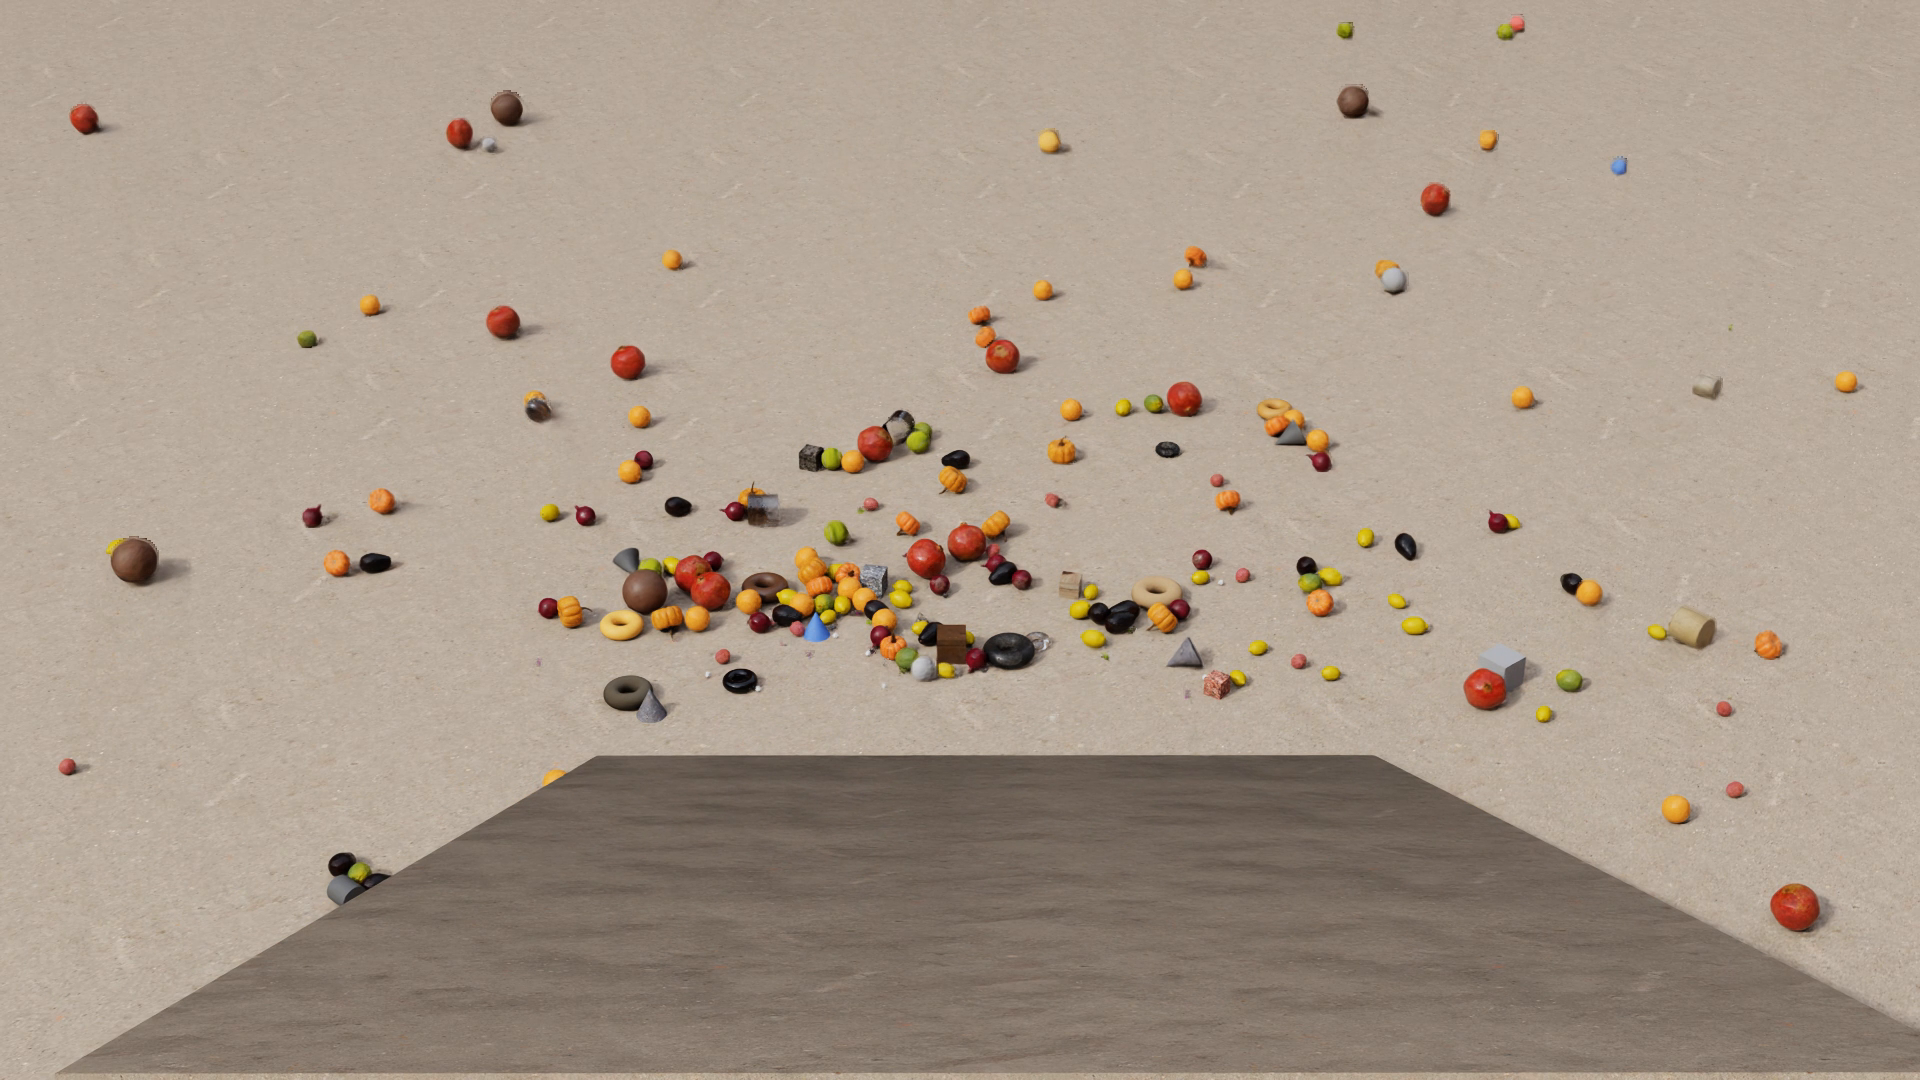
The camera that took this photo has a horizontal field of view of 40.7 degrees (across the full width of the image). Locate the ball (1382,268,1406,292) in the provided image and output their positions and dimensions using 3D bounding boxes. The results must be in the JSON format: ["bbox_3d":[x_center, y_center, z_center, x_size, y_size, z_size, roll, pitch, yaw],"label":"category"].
[{"bbox_3d":[1.560,-0.936,9.306,0.090,0.090,0.090,0,30,0],"label":"ball"}]

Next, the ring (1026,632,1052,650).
[{"bbox_3d":[0.217,0.284,7.272,0.078,0.026,0.078,-1,29,0],"label":"ring"}]

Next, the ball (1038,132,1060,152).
[{"bbox_3d":[0.360,-1.610,10.468,0.087,0.087,0.087,0,30,0],"label":"ball"}]

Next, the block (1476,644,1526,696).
[{"bbox_3d":[1.481,0.355,7.087,0.090,0.090,0.090,-24,38,-35],"label":"block"}]

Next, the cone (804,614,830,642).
[{"bbox_3d":[-0.406,0.235,7.306,0.077,0.077,0.077,0,30,0],"label":"cone"}]

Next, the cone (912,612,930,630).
[{"bbox_3d":[-0.119,0.240,7.350,0.051,0.051,0.051,-39,41,-10],"label":"cone"}]

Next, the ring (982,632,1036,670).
[{"bbox_3d":[0.136,0.308,7.208,0.147,0.049,0.147,-1,31,0],"label":"ring"}]

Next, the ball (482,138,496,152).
[{"bbox_3d":[-1.907,-1.600,10.477,0.059,0.059,0.059,0,30,0],"label":"ball"}]

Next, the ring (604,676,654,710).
[{"bbox_3d":[-0.901,0.415,7.029,0.135,0.045,0.135,-1,31,1],"label":"ring"}]

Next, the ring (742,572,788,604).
[{"bbox_3d":[-0.565,0.138,7.503,0.137,0.046,0.137,0,29,0],"label":"ring"}]

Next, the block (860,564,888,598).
[{"bbox_3d":[-0.251,0.119,7.514,0.067,0.067,0.067,7,31,11],"label":"block"}]

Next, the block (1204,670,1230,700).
[{"bbox_3d":[0.701,0.395,7.055,0.052,0.052,0.052,20,36,30],"label":"block"}]

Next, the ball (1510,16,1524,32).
[{"bbox_3d":[2.528,-2.343,11.748,0.067,0.067,0.067,0,30,0],"label":"ball"}]

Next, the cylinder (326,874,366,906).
[{"bbox_3d":[-1.480,0.854,6.250,0.069,0.069,0.069,25,39,36],"label":"cylinder"}]

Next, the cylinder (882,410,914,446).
[{"bbox_3d":[-0.199,-0.362,8.324,0.085,0.085,0.085,10,32,16],"label":"cylinder"}]

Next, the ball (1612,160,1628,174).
[{"bbox_3d":[2.616,-1.480,10.269,0.062,0.062,0.062,0,30,0],"label":"ball"}]

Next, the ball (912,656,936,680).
[{"bbox_3d":[-0.100,0.353,7.111,0.067,0.067,0.067,0,30,0],"label":"ball"}]

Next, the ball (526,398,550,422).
[{"bbox_3d":[-1.377,-0.425,8.435,0.081,0.081,0.081,0,30,0],"label":"ball"}]

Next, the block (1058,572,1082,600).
[{"bbox_3d":[0.321,0.132,7.501,0.057,0.057,0.057,7,31,11],"label":"block"}]

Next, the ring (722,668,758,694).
[{"bbox_3d":[-0.603,0.386,7.091,0.098,0.033,0.098,-1,31,1],"label":"ring"}]

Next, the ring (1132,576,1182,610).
[{"bbox_3d":[0.569,0.154,7.472,0.149,0.050,0.149,-1,30,1],"label":"ring"}]

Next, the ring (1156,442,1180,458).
[{"bbox_3d":[0.662,-0.289,8.257,0.079,0.026,0.079,0,31,0],"label":"ring"}]

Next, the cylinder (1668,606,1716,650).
[{"bbox_3d":[2.054,0.248,7.266,0.093,0.093,0.093,-24,38,-35],"label":"cylinder"}]

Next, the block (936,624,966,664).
[{"bbox_3d":[-0.024,0.291,7.206,0.080,0.080,0.080,0,30,0],"label":"block"}]

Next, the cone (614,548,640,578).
[{"bbox_3d":[-0.965,0.081,7.610,0.083,0.083,0.083,-15,60,-25],"label":"cone"}]

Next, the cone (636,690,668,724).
[{"bbox_3d":[-0.831,0.434,6.956,0.083,0.083,0.083,0,30,0],"label":"cone"}]

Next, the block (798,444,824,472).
[{"bbox_3d":[-0.469,-0.258,8.170,0.060,0.060,0.060,12,32,19],"label":"block"}]

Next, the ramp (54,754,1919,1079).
[{"bbox_3d":[0.067,0.601,4.662,2.000,0.100,4.000,0,0,0],"label":"ramp"}]

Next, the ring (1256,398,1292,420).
[{"bbox_3d":[1.031,-0.427,8.483,0.117,0.039,0.117,-1,29,0],"label":"ring"}]

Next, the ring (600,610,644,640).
[{"bbox_3d":[-0.958,0.241,7.331,0.124,0.041,0.124,0,31,0],"label":"ring"}]
